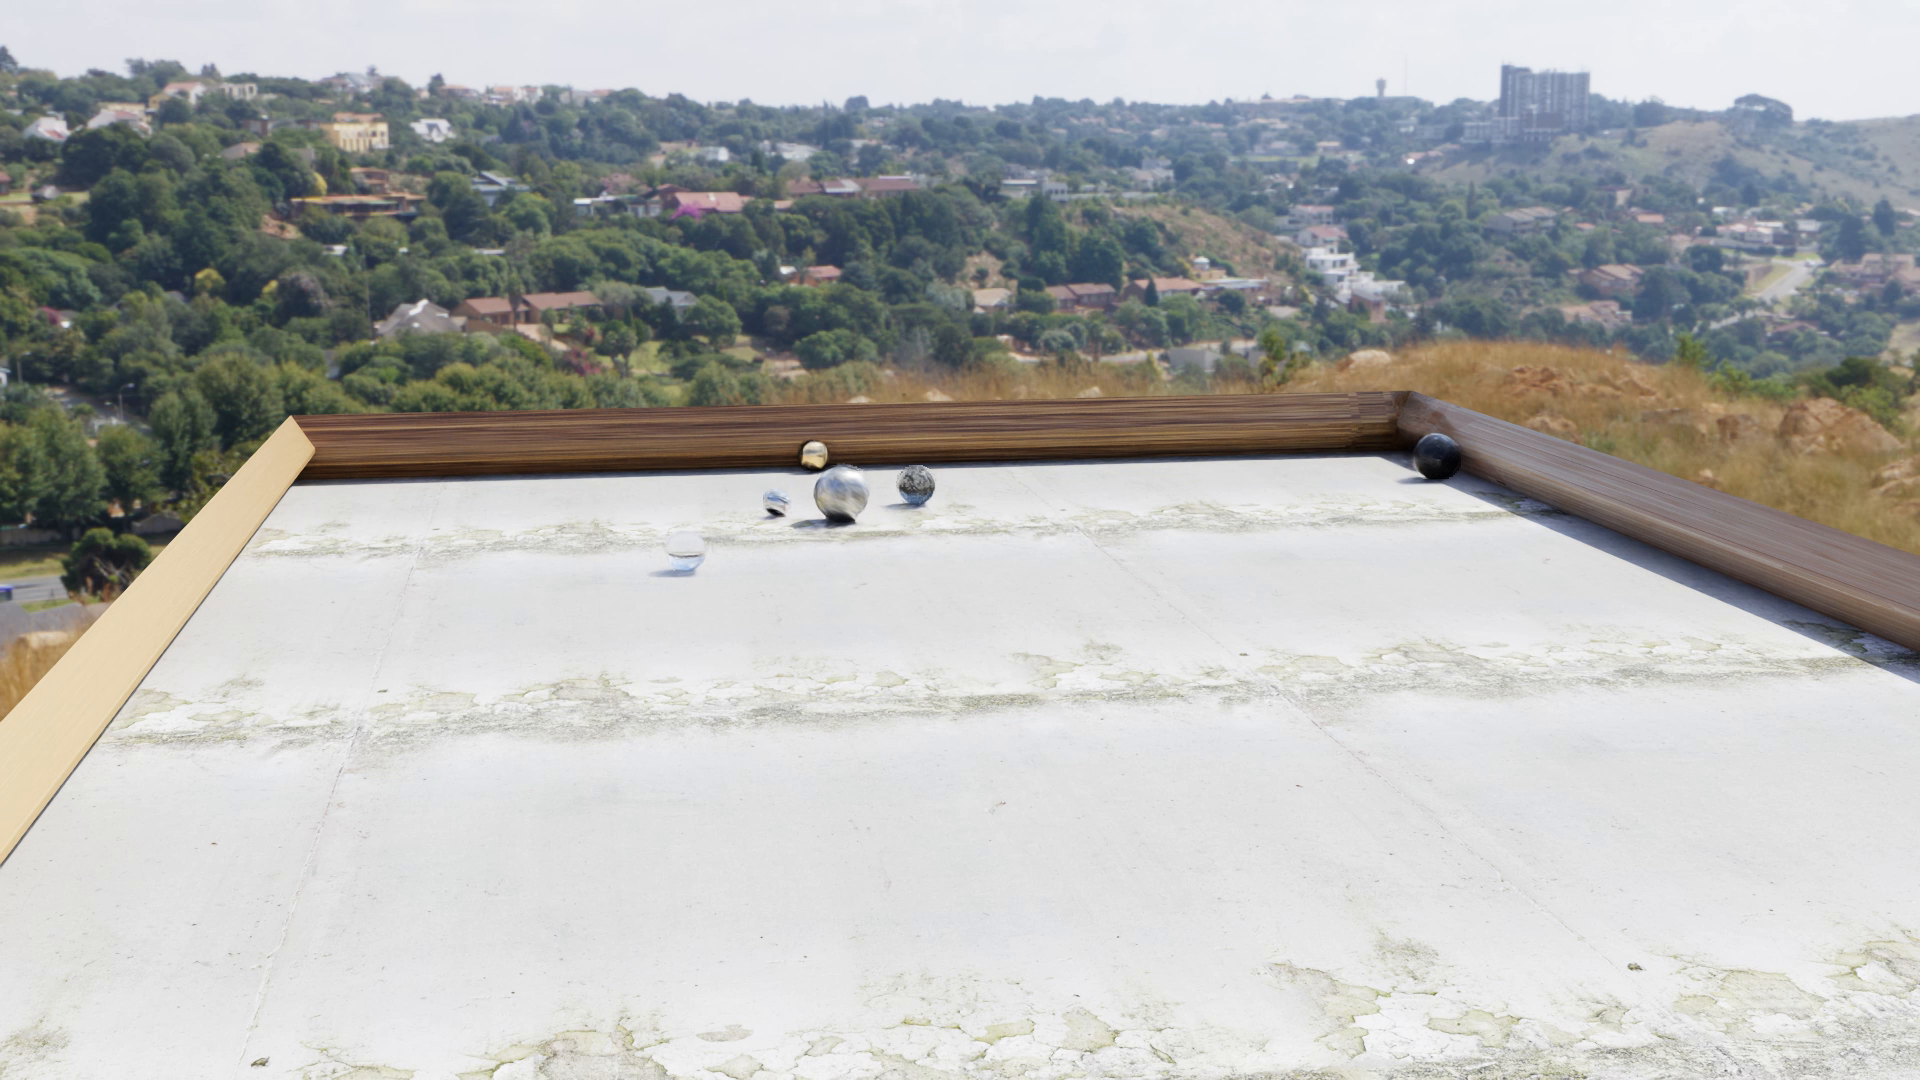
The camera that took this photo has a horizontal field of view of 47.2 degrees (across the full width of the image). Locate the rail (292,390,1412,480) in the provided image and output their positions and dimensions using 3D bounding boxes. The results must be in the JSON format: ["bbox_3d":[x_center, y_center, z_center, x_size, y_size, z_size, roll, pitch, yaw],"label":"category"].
[{"bbox_3d":[-0.152,-0.193,4.039,2.082,0.114,0.045,-2,11,-10],"label":"rail"}]

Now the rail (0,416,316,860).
[{"bbox_3d":[-0.846,0.177,2.118,0.045,0.114,3.665,-2,11,-10],"label":"rail"}]

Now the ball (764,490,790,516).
[{"bbox_3d":[-0.294,-0.059,3.539,0.042,0.042,0.042,0,11,0],"label":"ball"}]

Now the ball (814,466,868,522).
[{"bbox_3d":[-0.189,-0.073,3.492,0.088,0.088,0.088,0,11,0],"label":"ball"}]

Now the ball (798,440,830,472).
[{"bbox_3d":[-0.264,-0.153,3.987,0.057,0.057,0.057,0,11,0],"label":"ball"}]

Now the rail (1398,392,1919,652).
[{"bbox_3d":[1.159,0.111,2.459,0.045,0.114,3.665,-2,11,-10],"label":"rail"}]

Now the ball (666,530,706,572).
[{"bbox_3d":[-0.387,0.015,3.109,0.058,0.058,0.058,0,11,0],"label":"ball"}]

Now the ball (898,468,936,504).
[{"bbox_3d":[-0.072,-0.089,3.643,0.061,0.061,0.061,0,11,0],"label":"ball"}]

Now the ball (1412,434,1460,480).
[{"bbox_3d":[0.844,-0.148,3.896,0.082,0.082,0.082,0,11,0],"label":"ball"}]
